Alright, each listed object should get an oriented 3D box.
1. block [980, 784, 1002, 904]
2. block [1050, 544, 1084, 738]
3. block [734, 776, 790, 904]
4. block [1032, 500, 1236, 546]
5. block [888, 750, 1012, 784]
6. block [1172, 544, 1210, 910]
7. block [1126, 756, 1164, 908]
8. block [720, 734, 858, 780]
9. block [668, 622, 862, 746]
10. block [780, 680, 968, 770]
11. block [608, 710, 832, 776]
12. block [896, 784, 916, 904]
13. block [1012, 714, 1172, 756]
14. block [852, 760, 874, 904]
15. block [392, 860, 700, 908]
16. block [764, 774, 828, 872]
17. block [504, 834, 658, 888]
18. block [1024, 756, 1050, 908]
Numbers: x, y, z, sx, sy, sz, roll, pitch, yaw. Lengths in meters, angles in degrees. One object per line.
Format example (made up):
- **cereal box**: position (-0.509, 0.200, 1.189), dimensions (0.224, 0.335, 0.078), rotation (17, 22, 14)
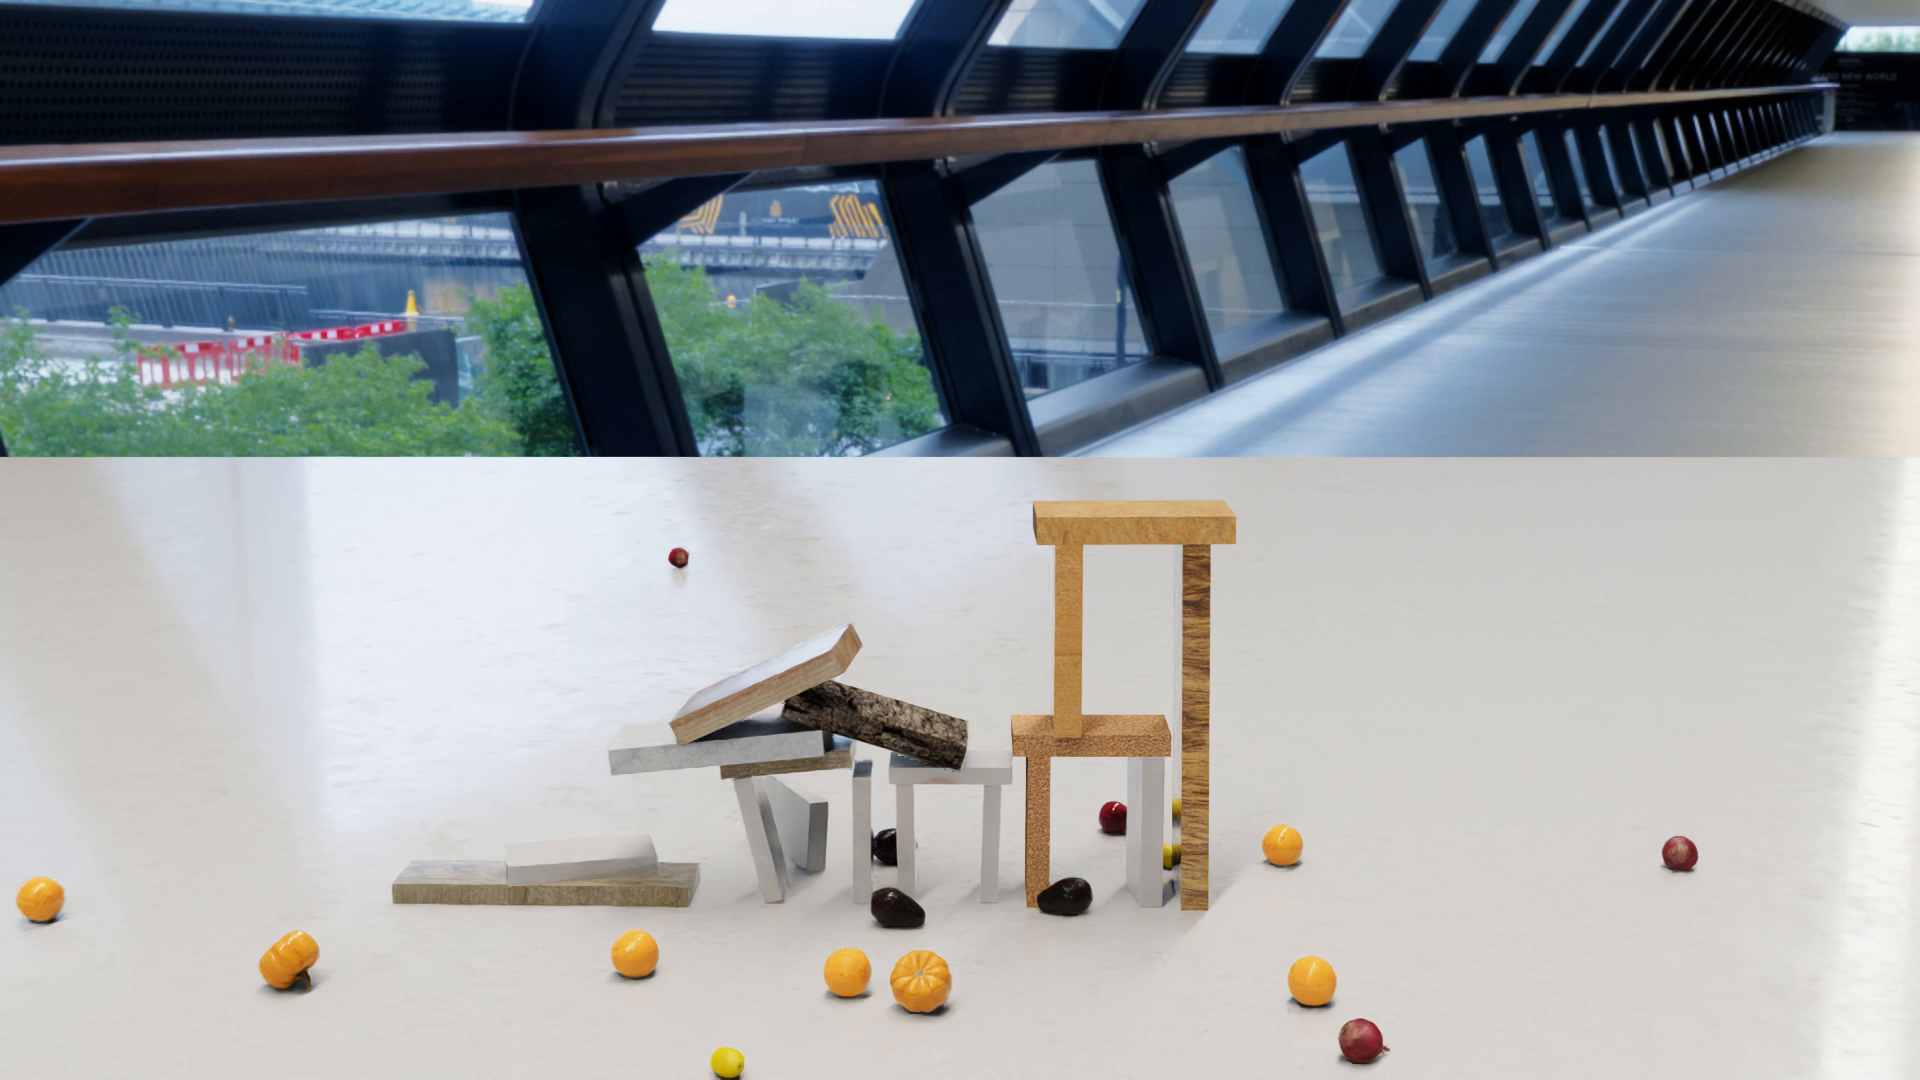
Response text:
- **block**: position (0.051, 0.490, 3.655), dimensions (0.029, 0.202, 0.101), rotation (2, 11, 0)
- **block**: position (0.173, 0.148, 3.586), dimensions (0.045, 0.315, 0.157), rotation (0, 11, 0)
- **block**: position (-0.329, 0.482, 3.655), dimensions (0.030, 0.215, 0.108), rotation (-13, 10, 3)
- **block**: position (0.278, -0.029, 3.554), dimensions (0.315, 0.045, 0.158), rotation (0, 11, -1)
- **block**: position (-0.015, 0.376, 3.636), dimensions (0.202, 0.029, 0.101), rotation (0, 11, 1)
- **block**: position (0.379, 0.292, 3.612), dimensions (0.045, 0.607, 0.158), rotation (-1, 11, 0)
- **block**: position (0.306, 0.465, 3.641), dimensions (0.036, 0.256, 0.128), rotation (-1, 11, -6)
- **block**: position (-0.282, 0.355, 3.632), dimensions (0.215, 0.030, 0.108), rotation (-5, 10, 3)
- **block**: position (-0.314, 0.233, 3.567), dimensions (0.302, 0.043, 0.151), rotation (-25, 10, 15)
- **block**: position (-0.138, 0.295, 3.618), dimensions (0.302, 0.043, 0.151), rotation (17, 11, -3)
- **block**: position (-0.392, 0.330, 3.626), dimensions (0.349, 0.043, 0.151), rotation (-5, 10, 3)
- **block**: position (-0.089, 0.490, 3.655), dimensions (0.029, 0.202, 0.101), rotation (-1, 11, 0)
- **block**: position (0.214, 0.321, 3.616), dimensions (0.256, 0.036, 0.128), rotation (0, 11, 0)
- **block**: position (-0.161, 0.483, 3.654), dimensions (0.030, 0.215, 0.108), rotation (0, 11, 0)
- **block**: position (-0.687, 0.572, 3.670), dimensions (0.489, 0.035, 0.122), rotation (0, 11, 2)
- **block**: position (-0.296, 0.489, 3.876), dimensions (0.035, 0.122, 0.244), rotation (-1, 10, -26)
- **block**: position (-0.635, 0.535, 3.681), dimensions (0.244, 0.035, 0.122), rotation (-3, 11, -14)
- **block**: position (0.128, 0.465, 3.643), dimensions (0.036, 0.256, 0.128), rotation (0, 11, 0)
